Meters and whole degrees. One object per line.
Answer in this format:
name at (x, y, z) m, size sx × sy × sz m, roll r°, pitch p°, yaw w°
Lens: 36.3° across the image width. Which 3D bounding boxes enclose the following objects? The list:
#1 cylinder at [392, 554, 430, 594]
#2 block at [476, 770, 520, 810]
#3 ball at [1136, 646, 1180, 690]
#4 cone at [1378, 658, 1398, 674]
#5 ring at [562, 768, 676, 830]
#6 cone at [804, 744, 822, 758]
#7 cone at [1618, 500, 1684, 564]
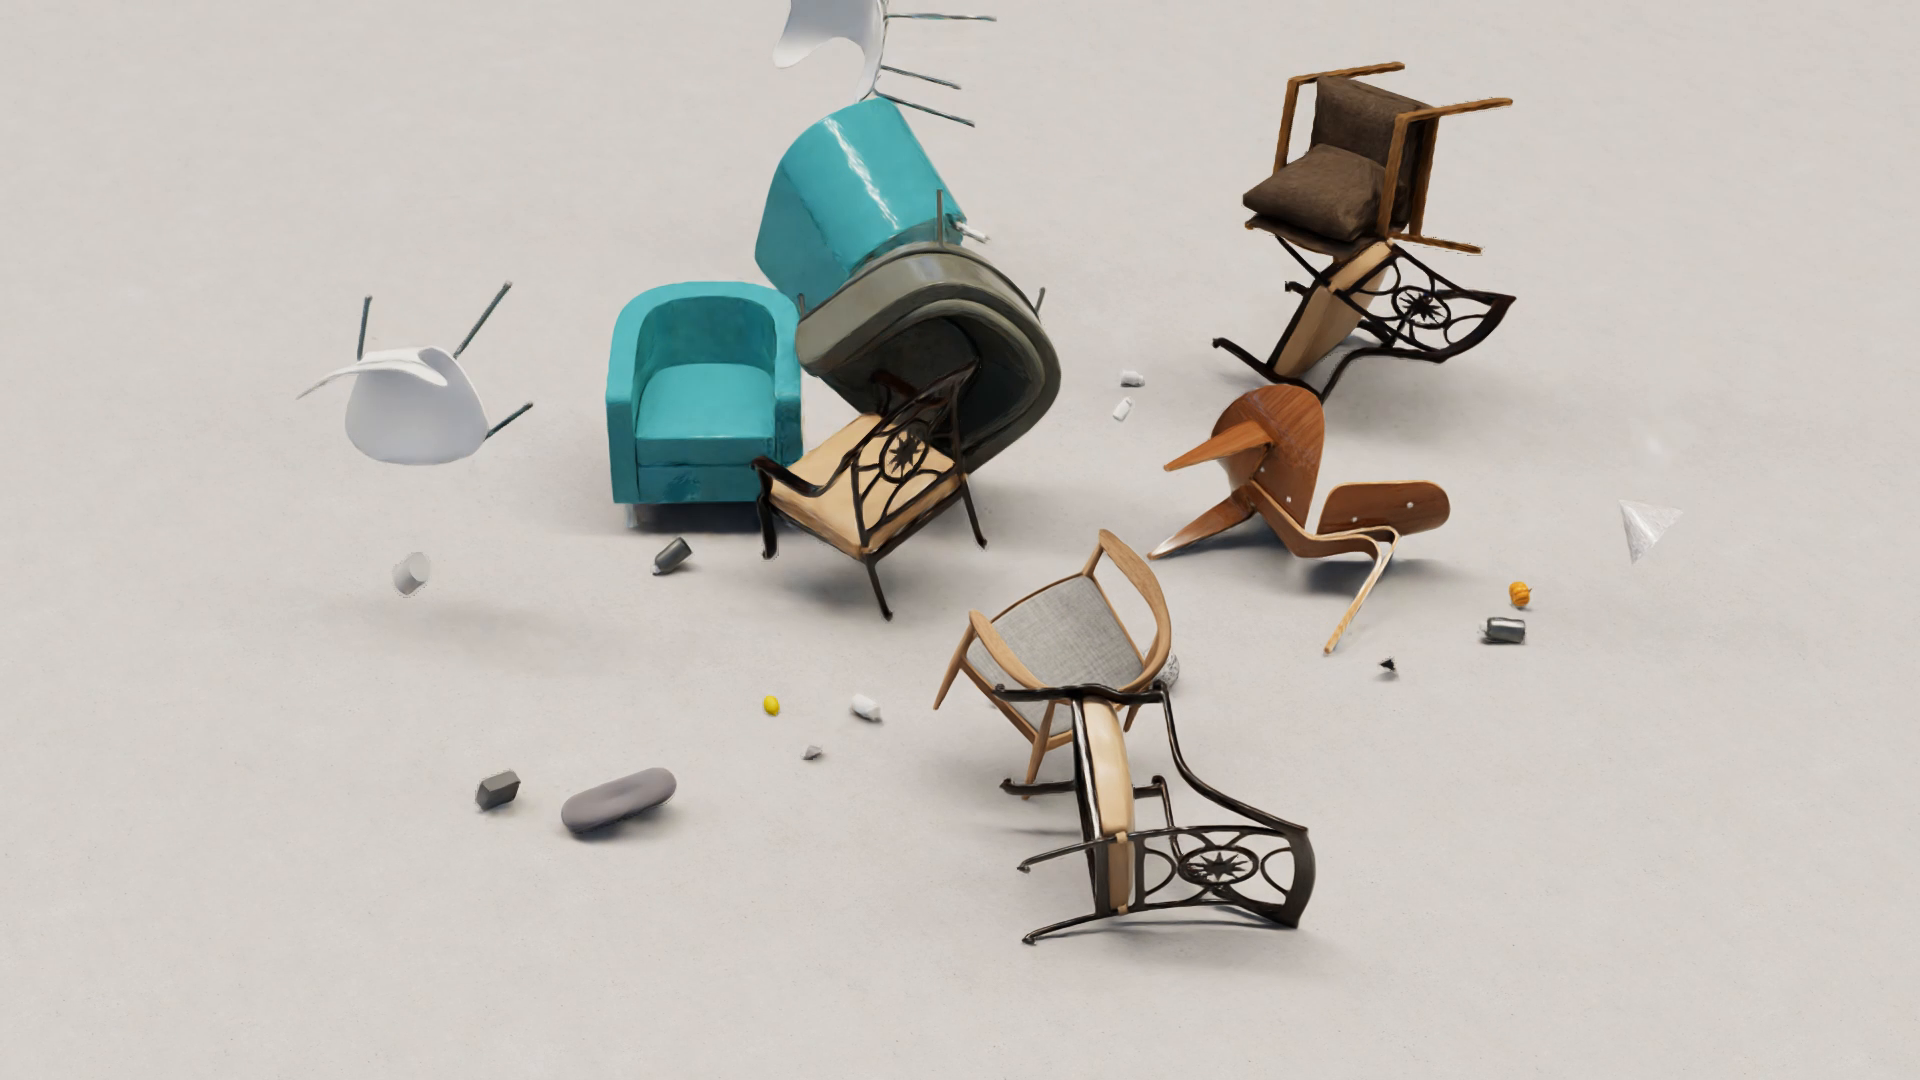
cylinder at (-1.864, 0.115, 9.971) m, size 0.086 × 0.094 × 0.124 m, roll -36°, pitch 32°, yaw 30°
block at (-1.509, 0.818, 9.575) m, size 0.121 × 0.099 × 0.050 m, roll -19°, pitch 56°, yaw -37°
ball at (0.682, 0.443, 10.131) m, size 0.155 × 0.155 × 0.155 m, roll 0°, pitch 33°, yaw 0°
cone at (1.495, 0.431, 10.202) m, size 0.072 × 0.041 × 0.098 m, roll 19°, pitch -6°, yaw 29°
ring at (-1.104, 0.837, 9.487) m, size 0.388 × 0.117 × 0.226 m, roll -19°, pitch -5°, yaw -4°
cone at (-0.499, 0.700, 9.823) m, size 0.070 × 0.033 × 0.076 m, roll -17°, pitch 12°, yaw 36°
cone at (2.361, -0.077, 10.202) m, size 0.187 × 0.197 × 0.299 m, roll 44°, pitch 61°, yaw 5°
